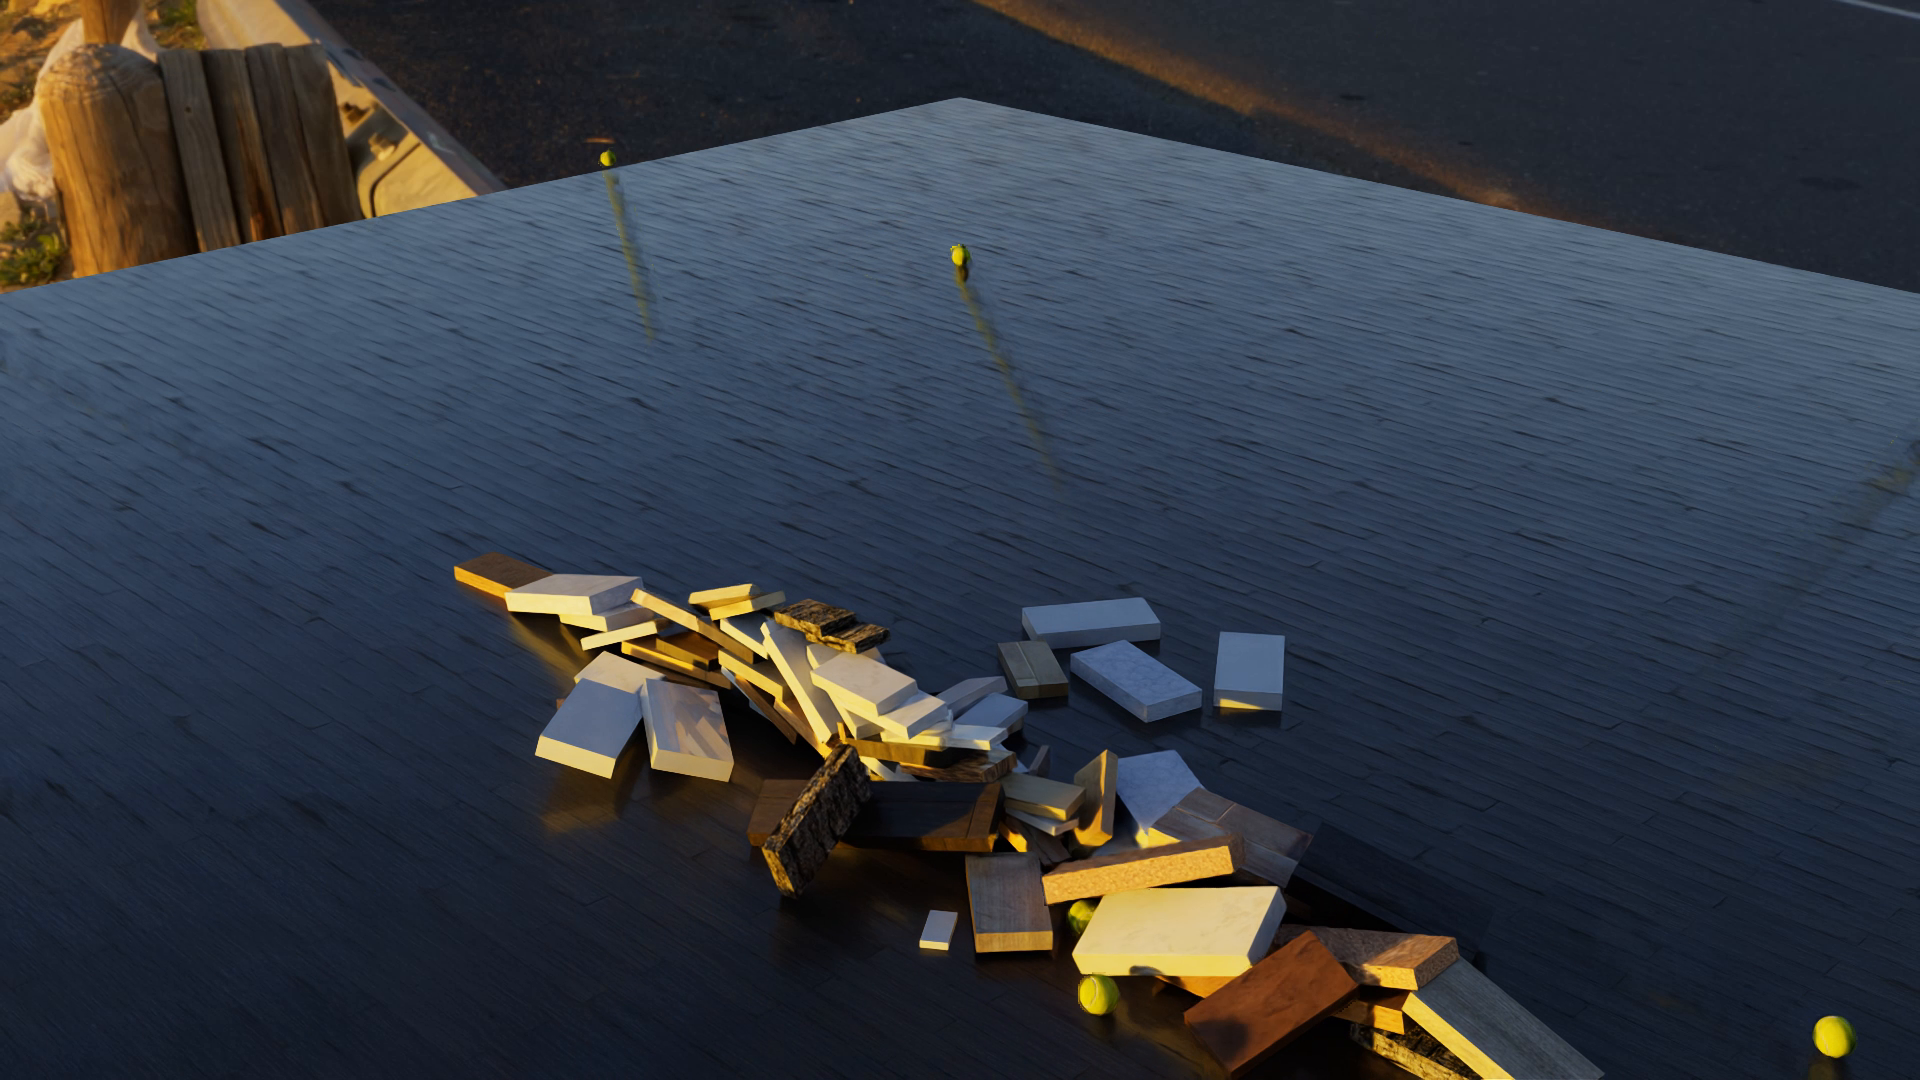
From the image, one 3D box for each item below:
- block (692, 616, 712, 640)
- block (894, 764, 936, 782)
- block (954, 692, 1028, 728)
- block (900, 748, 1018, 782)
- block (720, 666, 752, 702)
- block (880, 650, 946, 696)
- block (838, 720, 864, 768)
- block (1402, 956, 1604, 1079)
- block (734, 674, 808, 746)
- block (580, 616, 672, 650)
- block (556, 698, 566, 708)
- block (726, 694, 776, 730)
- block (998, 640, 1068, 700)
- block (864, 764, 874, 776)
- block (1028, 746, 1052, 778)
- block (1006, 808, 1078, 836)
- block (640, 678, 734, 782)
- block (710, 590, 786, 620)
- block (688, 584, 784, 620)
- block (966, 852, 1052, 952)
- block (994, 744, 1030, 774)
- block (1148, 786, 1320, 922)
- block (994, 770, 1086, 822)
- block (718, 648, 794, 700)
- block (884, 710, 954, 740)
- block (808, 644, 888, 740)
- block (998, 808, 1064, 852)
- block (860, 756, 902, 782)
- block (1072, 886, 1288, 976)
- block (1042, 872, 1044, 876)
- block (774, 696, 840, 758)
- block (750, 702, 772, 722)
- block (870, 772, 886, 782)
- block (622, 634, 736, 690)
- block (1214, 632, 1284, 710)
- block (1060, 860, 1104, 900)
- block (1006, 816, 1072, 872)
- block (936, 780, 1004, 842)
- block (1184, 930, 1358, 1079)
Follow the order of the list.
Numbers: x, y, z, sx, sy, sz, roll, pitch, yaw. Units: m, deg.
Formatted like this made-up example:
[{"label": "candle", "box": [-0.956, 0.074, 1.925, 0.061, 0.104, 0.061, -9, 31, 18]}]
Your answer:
[{"label": "block", "box": [-0.497, 0.215, 5.208, 0.251, 0.036, 0.126, 12, 26, 27]}, {"label": "block", "box": [-0.016, 0.505, 4.456, 0.217, 0.031, 0.108, 35, 38, 29]}, {"label": "block", "box": [0.064, 0.384, 4.742, 0.088, 0.025, 0.176, 14, 27, 29]}, {"label": "block", "box": [-0.004, 0.446, 4.407, 0.217, 0.031, 0.108, 5, 21, 41]}, {"label": "block", "box": [-0.458, 0.312, 4.844, 0.068, 0.019, 0.137, -19, 47, -39]}, {"label": "block", "box": [-0.116, 0.307, 4.943, 0.090, 0.026, 0.181, -3, 31, -37]}, {"label": "block", "box": [-0.218, 0.429, 4.588, 0.018, 0.124, 0.062, 6, 21, 43]}, {"label": "block", "box": [0.890, 0.823, 3.610, 0.149, 0.042, 0.299, -22, 49, -41]}, {"label": "block", "box": [-0.376, 0.348, 4.776, 0.114, 0.032, 0.229, -17, 45, -37]}, {"label": "block", "box": [-0.774, 0.216, 5.109, 0.190, 0.027, 0.095, -14, 2, 16]}, {"label": "block", "box": [-0.823, 0.400, 4.783, 0.100, 0.028, 0.200, -4, 23, -10]}, {"label": "block", "box": [-0.442, 0.376, 4.850, 0.137, 0.019, 0.068, 18, 29, 36]}, {"label": "block", "box": [0.165, 0.295, 5.025, 0.114, 0.032, 0.229, -4, 23, -10]}, {"label": "block", "box": [-0.180, 0.424, 4.602, 0.018, 0.124, 0.062, 6, 21, 43]}, {"label": "block", "box": [0.164, 0.475, 4.518, 0.016, 0.058, 0.116, 3, 23, 17]}, {"label": "block", "box": [0.160, 0.536, 4.289, 0.067, 0.019, 0.134, -15, 26, -41]}, {"label": "block", "box": [-0.585, 0.402, 4.689, 0.163, 0.046, 0.327, 12, 20, -18]}, {"label": "block", "box": [-0.468, 0.144, 4.839, 0.089, 0.025, 0.177, -16, 2, -37]}, {"label": "block", "box": [-0.511, 0.149, 5.010, 0.210, 0.105, 0.030, -9, 52, 43]}, {"label": "block", "box": [0.089, 0.671, 4.096, 0.139, 0.039, 0.277, -2, 23, -4]}, {"label": "block", "box": [0.079, 0.476, 4.502, 0.030, 0.107, 0.214, -10, 25, -23]}, {"label": "block", "box": [0.550, 0.587, 4.145, 0.349, 0.049, 0.175, 21, 34, 31]}, {"label": "block", "box": [0.146, 0.500, 4.306, 0.180, 0.026, 0.090, 10, 28, 28]}, {"label": "block", "box": [-0.411, 0.277, 4.780, 0.114, 0.032, 0.229, -17, 30, -38]}, {"label": "block", "box": [-0.082, 0.370, 4.417, 0.133, 0.019, 0.067, -9, 16, 5]}, {"label": "block", "box": [-0.207, 0.298, 4.571, 0.132, 0.037, 0.264, -16, 43, -20]}, {"label": "block", "box": [0.111, 0.551, 4.346, 0.090, 0.026, 0.180, -21, 53, -41]}, {"label": "block", "box": [-0.097, 0.476, 4.531, 0.217, 0.031, 0.108, 34, 38, 30]}, {"label": "block", "box": [0.387, 0.691, 3.885, 0.346, 0.049, 0.173, -7, 31, 34]}, {"label": "block", "box": [0.114, 0.653, 4.205, 0.094, 0.013, 0.047, 0, 23, 0]}, {"label": "block", "box": [-0.281, 0.396, 4.688, 0.114, 0.032, 0.229, -21, 51, -40]}, {"label": "block", "box": [-0.391, 0.374, 4.804, 0.068, 0.019, 0.137, -20, 35, -39]}, {"label": "block", "box": [-0.119, 0.499, 4.562, 0.124, 0.018, 0.062, 18, 29, 37]}, {"label": "block", "box": [-0.614, 0.273, 5.001, 0.346, 0.027, 0.095, 15, 20, 36]}, {"label": "block", "box": [0.660, 0.296, 5.008, 0.150, 0.043, 0.301, 3, 23, 8]}, {"label": "block", "box": [0.242, 0.653, 4.197, 0.134, 0.019, 0.067, 12, 26, 26]}, {"label": "block", "box": [0.153, 0.584, 4.286, 0.067, 0.019, 0.134, -11, 46, -34]}, {"label": "block", "box": [0.044, 0.521, 4.398, 0.180, 0.025, 0.090, 41, 41, 26]}, {"label": "block", "box": [0.519, 0.776, 3.673, 0.263, 0.037, 0.131, -30, 53, -14]}]
